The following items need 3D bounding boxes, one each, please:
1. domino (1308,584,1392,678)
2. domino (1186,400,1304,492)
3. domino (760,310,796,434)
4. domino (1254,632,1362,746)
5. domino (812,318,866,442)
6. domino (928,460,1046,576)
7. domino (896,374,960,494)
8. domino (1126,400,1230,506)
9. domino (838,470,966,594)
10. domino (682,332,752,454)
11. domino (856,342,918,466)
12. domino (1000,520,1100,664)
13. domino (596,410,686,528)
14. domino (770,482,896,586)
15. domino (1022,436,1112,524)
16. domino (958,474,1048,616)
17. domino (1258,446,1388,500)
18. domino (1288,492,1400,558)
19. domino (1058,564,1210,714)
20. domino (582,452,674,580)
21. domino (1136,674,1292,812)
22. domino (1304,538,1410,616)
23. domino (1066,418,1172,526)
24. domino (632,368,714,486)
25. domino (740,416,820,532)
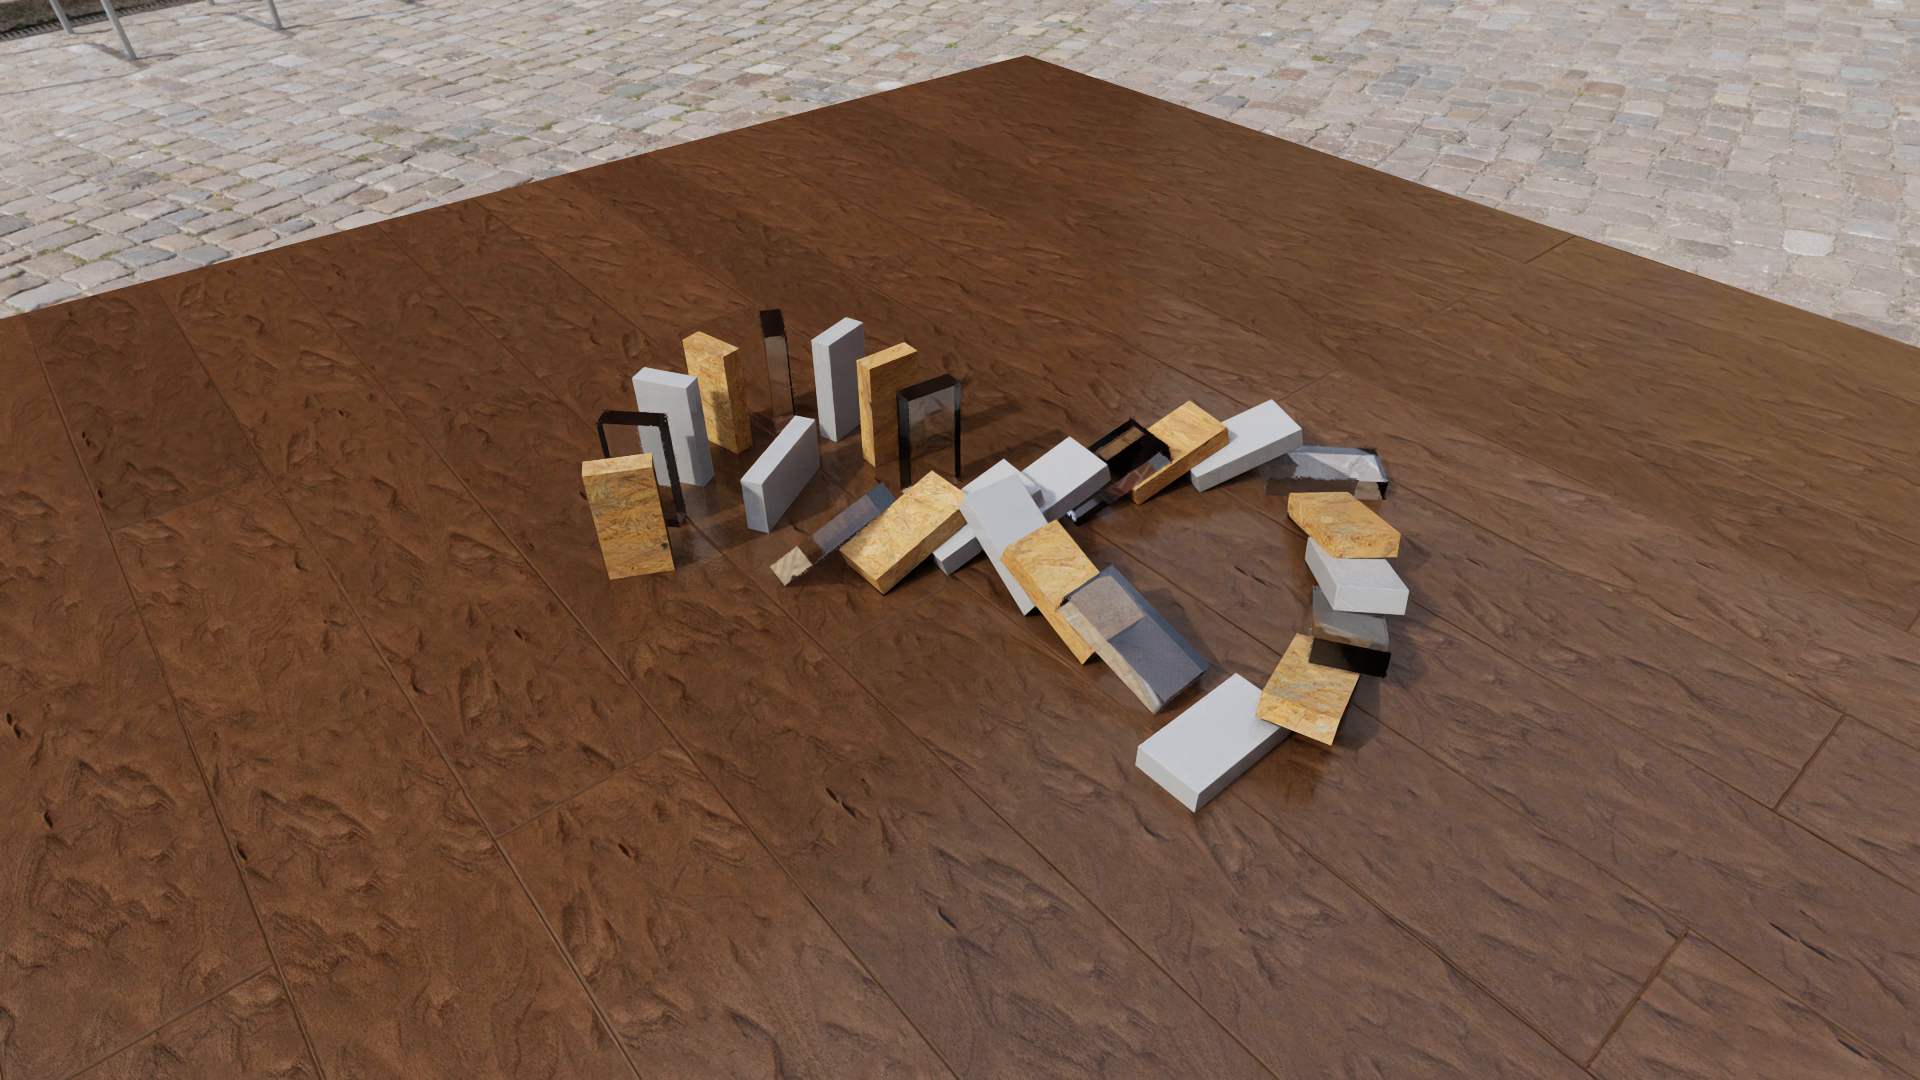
[{"bbox_3d":[0.138,0.032,0.392,0.025,0.009,0.050,11,22,13],"label":"domino"},{"bbox_3d":[0.121,-0.042,0.483,0.050,0.010,0.025,-25,42,-2],"label":"domino"},{"bbox_3d":[-0.084,-0.077,0.506,0.010,0.050,0.025,-8,40,-10],"label":"domino"},{"bbox_3d":[0.120,0.049,0.372,0.025,0.009,0.050,20,27,23],"label":"domino"},{"bbox_3d":[-0.054,-0.073,0.500,0.010,0.050,0.025,22,44,25],"label":"domino"},{"bbox_3d":[0.007,-0.010,0.444,0.050,0.010,0.025,-36,49,-13],"label":"domino"},{"bbox_3d":[-0.013,-0.043,0.464,0.025,0.050,0.009,-23,45,-25],"label":"domino"},{"bbox_3d":[0.089,-0.038,0.478,0.050,0.009,0.025,-34,47,-10],"label":"domino"},{"bbox_3d":[-0.020,-0.004,0.435,0.050,0.010,0.025,-41,50,-15],"label":"domino"},{"bbox_3d":[-0.108,-0.065,0.491,0.025,0.050,0.010,25,46,28],"label":"domino"},{"bbox_3d":[-0.031,-0.059,0.484,0.025,0.050,0.010,-27,46,-29],"label":"domino"},{"bbox_3d":[0.040,0.019,0.406,0.025,0.010,0.050,-28,71,-30],"label":"domino"},{"bbox_3d":[-0.129,-0.028,0.446,0.025,0.050,0.009,3,39,4],"label":"domino"},{"bbox_3d":[-0.050,-0.003,0.435,0.009,0.025,0.050,53,51,-5],"label":"domino"},{"bbox_3d":[0.035,-0.020,0.456,0.050,0.010,0.025,-36,49,-12],"label":"domino"},{"bbox_3d":[0.023,0.001,0.422,0.025,0.010,0.050,-25,77,-27],"label":"domino"},{"bbox_3d":[0.158,-0.030,0.480,0.050,0.010,0.025,3,39,3],"label":"domino"},{"bbox_3d":[0.152,-0.007,0.439,0.025,0.009,0.050,-1,21,-4],"label":"domino"},{"bbox_3d":[0.061,0.034,0.388,0.025,0.010,0.050,-31,68,-32],"label":"domino"},{"bbox_3d":[-0.127,-0.009,0.422,0.025,0.050,0.009,-9,40,-10],"label":"domino"},{"bbox_3d":[0.085,0.066,0.363,0.050,0.010,0.025,-29,47,-30],"label":"domino"},{"bbox_3d":[0.149,0.013,0.415,0.025,0.009,0.050,4,21,4],"label":"domino"},{"bbox_3d":[0.062,-0.029,0.467,0.050,0.009,0.025,-34,48,-10],"label":"domino"},{"bbox_3d":[-0.122,-0.048,0.470,0.025,0.050,0.010,12,41,14],"label":"domino"},{"bbox_3d":[-0.075,-0.028,0.466,0.009,0.025,0.050,13,41,15],"label":"domino"}]
